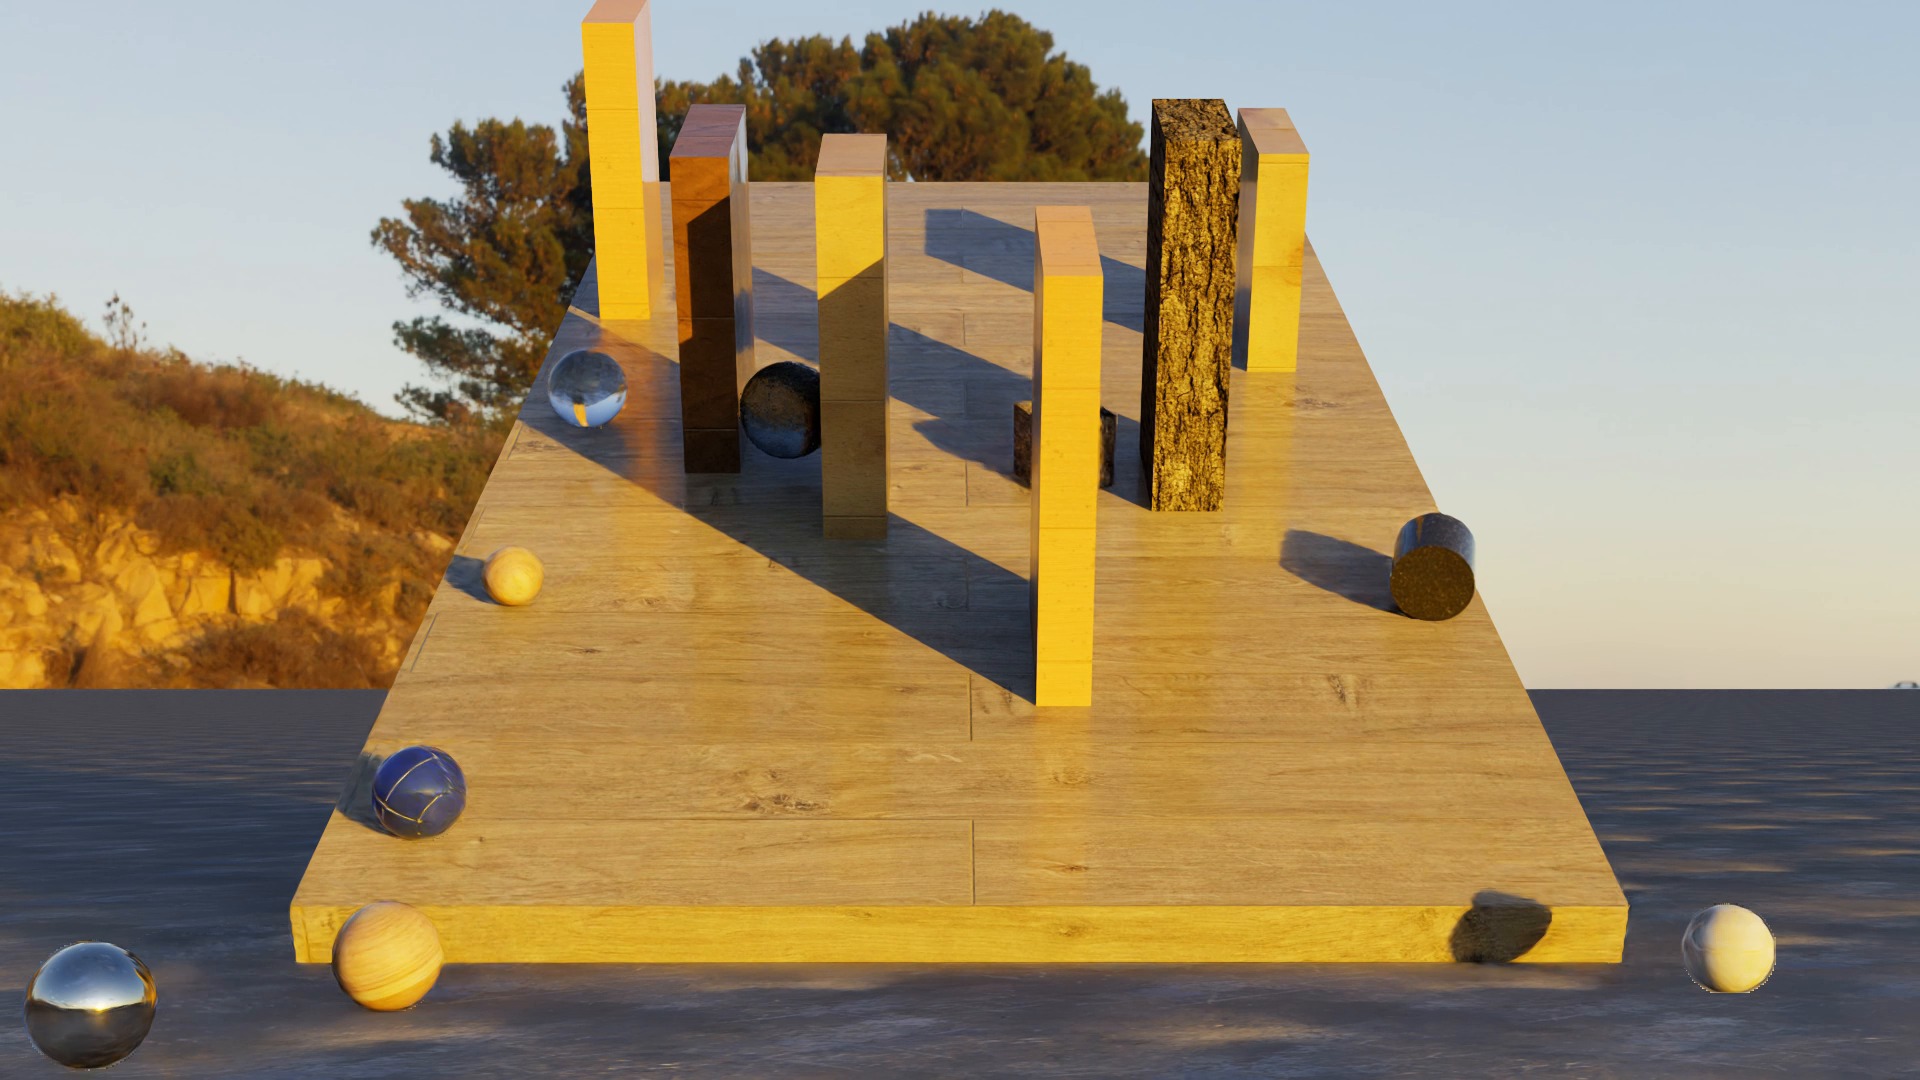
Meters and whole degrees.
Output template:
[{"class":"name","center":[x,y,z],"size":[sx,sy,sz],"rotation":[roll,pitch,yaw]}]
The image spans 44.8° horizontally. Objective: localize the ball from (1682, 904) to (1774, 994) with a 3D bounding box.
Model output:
[{"class":"ball","center":[1.046,0.557,3.173],"size":[0.119,0.119,0.119],"rotation":[0,-4,0]}]

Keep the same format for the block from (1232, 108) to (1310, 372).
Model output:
[{"class":"block","center":[0.747,-0.738,5.685],"size":[0.116,0.534,0.441],"rotation":[0,24,0]}]

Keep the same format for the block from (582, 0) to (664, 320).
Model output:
[{"class":"block","center":[-0.854,-0.975,5.937],"size":[0.126,0.752,0.337],"rotation":[0,24,0]}]

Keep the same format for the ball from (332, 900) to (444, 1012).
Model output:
[{"class":"ball","center":[-0.738,0.536,3.004],"size":[0.140,0.140,0.140],"rotation":[0,-4,0]}]

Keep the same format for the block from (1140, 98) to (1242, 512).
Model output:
[{"class":"block","center":[0.471,-0.486,4.822],"size":[0.147,0.781,0.346],"rotation":[0,24,0]}]

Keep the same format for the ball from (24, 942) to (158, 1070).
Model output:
[{"class":"ball","center":[-0.953,0.510,2.556],"size":[0.137,0.137,0.137],"rotation":[0,-4,0]}]

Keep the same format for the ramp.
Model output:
[{"class":"ramp","center":[-0.008,-0.229,5.321],"size":[2.000,0.100,4.000],"rotation":[0,24,0]}]

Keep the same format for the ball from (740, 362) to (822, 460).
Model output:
[{"class":"ball","center":[-0.367,-0.277,4.977],"size":[0.208,0.208,0.208],"rotation":[0,-4,0]}]

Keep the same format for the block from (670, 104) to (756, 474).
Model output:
[{"class":"block","center":[-0.531,-0.551,5.067],"size":[0.119,0.694,0.445],"rotation":[0,24,0]}]

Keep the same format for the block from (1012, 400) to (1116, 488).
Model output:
[{"class":"block","center":[0.220,-0.203,4.951],"size":[0.159,0.159,0.159],"rotation":[-11,27,-23]}]

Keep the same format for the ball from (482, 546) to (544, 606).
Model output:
[{"class":"ball","center":[-0.844,0.067,4.398],"size":[0.114,0.114,0.114],"rotation":[0,-4,0]}]

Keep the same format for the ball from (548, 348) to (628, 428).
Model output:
[{"class":"ball","center":[-0.836,-0.341,5.227],"size":[0.177,0.177,0.177],"rotation":[0,-4,0]}]

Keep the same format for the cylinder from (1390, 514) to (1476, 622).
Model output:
[{"class":"cylinder","center":[0.894,0.051,4.394],"size":[0.155,0.155,0.155],"rotation":[-1,23,14]}]

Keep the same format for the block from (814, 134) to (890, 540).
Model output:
[{"class":"block","center":[-0.211,-0.409,4.686],"size":[0.127,0.748,0.322],"rotation":[0,24,0]}]

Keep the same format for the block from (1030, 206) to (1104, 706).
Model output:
[{"class":"block","center":[0.180,-0.149,4.073],"size":[0.095,0.780,0.401],"rotation":[0,24,0]}]

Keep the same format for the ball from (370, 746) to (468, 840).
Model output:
[{"class":"ball","center":[-0.843,0.394,3.633],"size":[0.147,0.147,0.147],"rotation":[0,-4,0]}]
